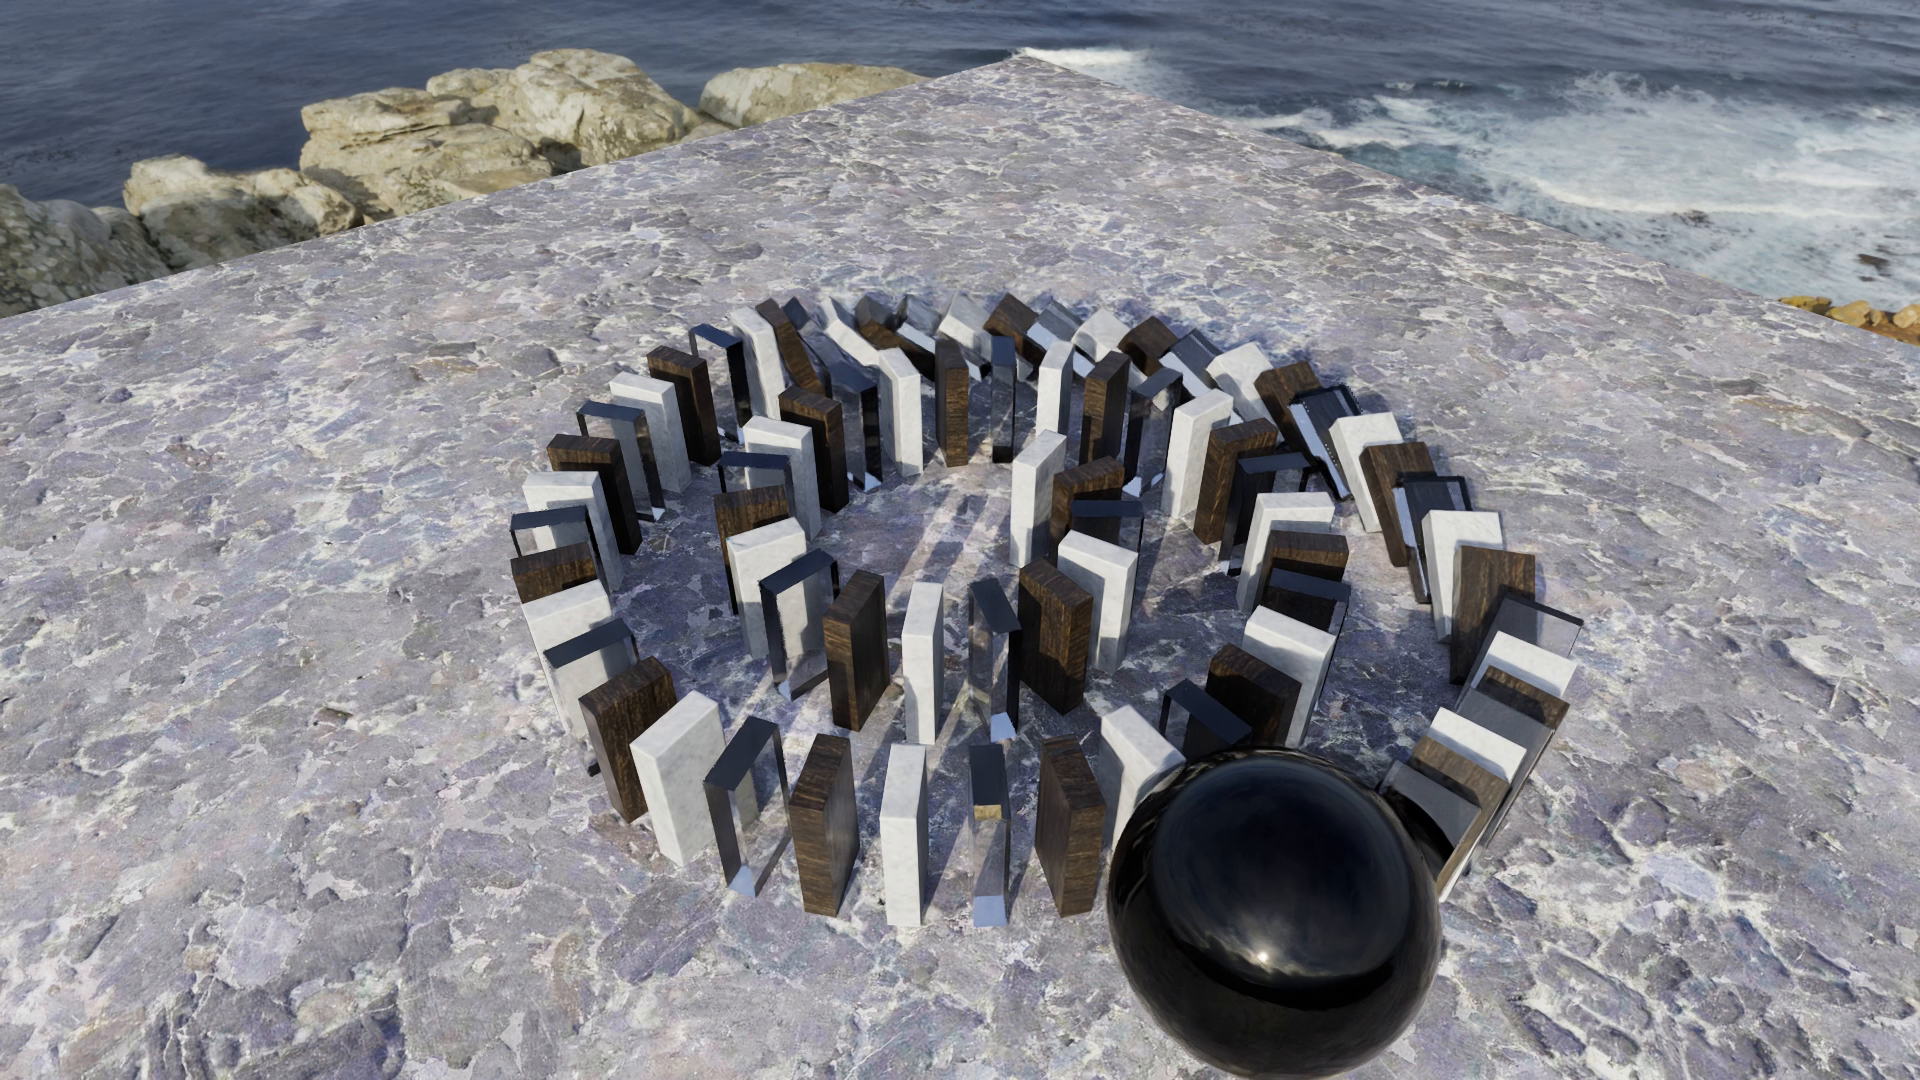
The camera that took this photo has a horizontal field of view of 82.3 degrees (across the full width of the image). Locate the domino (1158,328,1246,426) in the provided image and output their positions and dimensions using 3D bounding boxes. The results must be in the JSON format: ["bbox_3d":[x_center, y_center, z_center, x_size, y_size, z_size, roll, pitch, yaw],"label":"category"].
[{"bbox_3d":[0.120,-0.075,0.519,0.050,0.010,0.025,47,54,10],"label":"domino"}]

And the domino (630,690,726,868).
[{"bbox_3d":[-0.080,0.071,0.325,0.009,0.050,0.025,23,45,25],"label":"domino"}]

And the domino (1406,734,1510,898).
[{"bbox_3d":[0.132,0.084,0.316,0.025,0.009,0.050,32,92,32],"label":"domino"}]

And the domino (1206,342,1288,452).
[{"bbox_3d":[0.139,-0.066,0.507,0.025,0.010,0.050,-25,72,-27],"label":"domino"}]

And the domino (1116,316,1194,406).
[{"bbox_3d":[0.102,-0.084,0.529,0.050,0.010,0.025,46,53,9],"label":"domino"}]

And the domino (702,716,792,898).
[{"bbox_3d":[-0.060,0.077,0.317,0.010,0.050,0.025,14,41,16],"label":"domino"}]

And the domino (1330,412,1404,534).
[{"bbox_3d":[0.176,-0.029,0.462,0.025,0.009,0.050,-7,66,-9],"label":"domino"}]

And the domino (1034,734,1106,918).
[{"bbox_3d":[0.031,0.081,0.312,0.010,0.050,0.025,-9,40,-11],"label":"domino"}]

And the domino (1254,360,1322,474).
[{"bbox_3d":[0.155,-0.055,0.494,0.025,0.009,0.050,-16,68,-19],"label":"domino"}]

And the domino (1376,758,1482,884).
[{"bbox_3d":[0.121,0.090,0.309,0.025,0.010,0.050,32,92,33],"label":"domino"}]

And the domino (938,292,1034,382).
[{"bbox_3d":[0.015,-0.101,0.547,0.050,0.009,0.025,31,38,-14],"label":"domino"}]

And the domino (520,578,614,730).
[{"bbox_3d":[-0.126,0.038,0.365,0.025,0.050,0.009,-20,43,-23],"label":"domino"}]

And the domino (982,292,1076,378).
[{"bbox_3d":[0.038,-0.100,0.546,0.050,0.009,0.025,35,43,-5],"label":"domino"}]

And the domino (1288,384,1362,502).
[{"bbox_3d":[0.166,-0.043,0.479,0.025,0.010,0.050,-13,67,-16],"label":"domino"}]

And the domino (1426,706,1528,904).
[{"bbox_3d":[0.142,0.078,0.323,0.025,0.009,0.050,28,90,31],"label":"domino"}]

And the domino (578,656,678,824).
[{"bbox_3d":[-0.098,0.062,0.336,0.025,0.050,0.009,-32,49,-33],"label":"domino"}]

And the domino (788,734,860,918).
[{"bbox_3d":[-0.038,0.081,0.312,0.009,0.050,0.025,8,40,9],"label":"domino"}]

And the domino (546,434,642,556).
[{"bbox_3d":[-0.143,-0.017,0.433,0.025,0.050,0.010,6,40,7],"label":"domino"}]

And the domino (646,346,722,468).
[{"bbox_3d":[-0.121,-0.058,0.483,0.025,0.050,0.010,20,43,23],"label":"domino"}]

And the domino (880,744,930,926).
[{"bbox_3d":[-0.015,0.084,0.309,0.010,0.050,0.025,3,39,3],"label":"domino"}]

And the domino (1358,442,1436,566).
[{"bbox_3d":[0.182,-0.015,0.445,0.025,0.009,0.050,-6,66,-7],"label":"domino"}]

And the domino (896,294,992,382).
[{"bbox_3d":[-0.008,-0.100,0.544,0.050,0.010,0.025,28,33,-24],"label":"domino"}]

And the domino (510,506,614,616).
[{"bbox_3d":[-0.143,0.012,0.397,0.025,0.050,0.009,-8,40,-10],"label":"domino"}]

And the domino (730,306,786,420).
[{"bbox_3d":[-0.092,-0.080,0.509,0.009,0.050,0.025,-27,46,-22],"label":"domino"}]

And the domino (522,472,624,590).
[{"bbox_3d":[-0.145,-0.003,0.415,0.025,0.050,0.009,0,39,0],"label":"domino"}]

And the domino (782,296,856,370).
[{"bbox_3d":[-0.064,-0.091,0.524,0.010,0.050,0.025,-39,45,3],"label":"domino"}]

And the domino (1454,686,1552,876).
[{"bbox_3d":[0.153,0.072,0.330,0.025,0.009,0.050,30,91,31],"label":"domino"}]

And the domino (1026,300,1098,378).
[{"bbox_3d":[0.059,-0.095,0.542,0.050,0.009,0.025,37,46,-1],"label":"domino"}]

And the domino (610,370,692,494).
[{"bbox_3d":[-0.131,-0.045,0.467,0.025,0.050,0.009,15,42,17],"label":"domino"}]

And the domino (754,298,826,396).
[{"bbox_3d":[-0.078,-0.086,0.517,0.009,0.050,0.025,-31,46,-8],"label":"domino"}]

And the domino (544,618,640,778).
[{"bbox_3d":[-0.113,0.051,0.350,0.025,0.050,0.009,-26,46,-28],"label":"domino"}]

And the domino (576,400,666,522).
[{"bbox_3d":[-0.138,-0.032,0.450,0.025,0.050,0.010,10,40,12],"label":"domino"}]

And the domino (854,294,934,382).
[{"bbox_3d":[-0.028,-0.098,0.539,0.050,0.009,0.025,30,27,-31],"label":"domino"}]

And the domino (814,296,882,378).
[{"bbox_3d":[-0.047,-0.095,0.532,0.010,0.050,0.025,-42,39,16],"label":"domino"}]

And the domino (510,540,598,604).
[{"bbox_3d":[-0.136,0.025,0.380,0.025,0.050,0.010,-15,42,-17],"label":"domino"}]

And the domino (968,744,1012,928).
[{"bbox_3d":[0.008,0.084,0.309,0.010,0.050,0.025,-2,39,-3],"label":"domino"}]

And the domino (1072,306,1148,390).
[{"bbox_3d":[0.081,-0.090,0.536,0.050,0.009,0.025,41,49,4],"label":"domino"}]

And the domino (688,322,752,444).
[{"bbox_3d":[-0.107,-0.070,0.497,0.025,0.050,0.010,28,47,30],"label":"domino"}]
